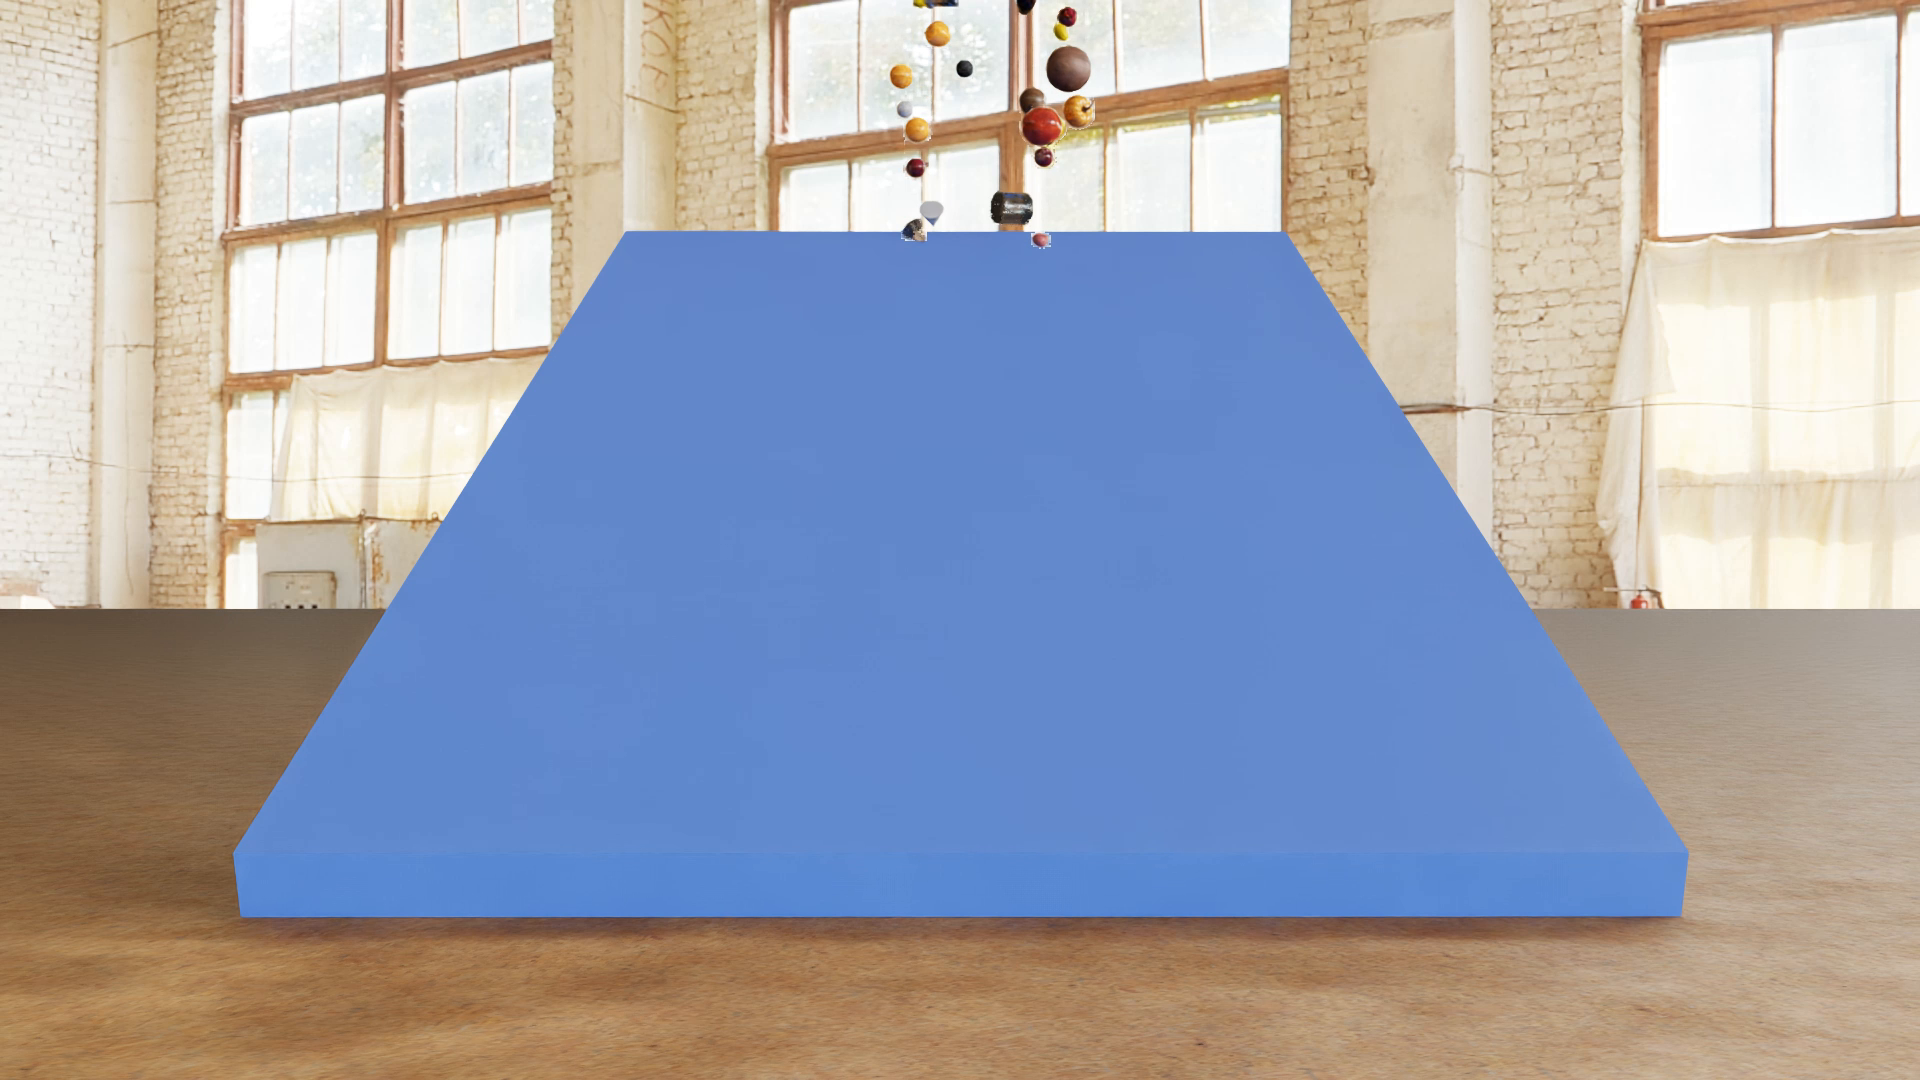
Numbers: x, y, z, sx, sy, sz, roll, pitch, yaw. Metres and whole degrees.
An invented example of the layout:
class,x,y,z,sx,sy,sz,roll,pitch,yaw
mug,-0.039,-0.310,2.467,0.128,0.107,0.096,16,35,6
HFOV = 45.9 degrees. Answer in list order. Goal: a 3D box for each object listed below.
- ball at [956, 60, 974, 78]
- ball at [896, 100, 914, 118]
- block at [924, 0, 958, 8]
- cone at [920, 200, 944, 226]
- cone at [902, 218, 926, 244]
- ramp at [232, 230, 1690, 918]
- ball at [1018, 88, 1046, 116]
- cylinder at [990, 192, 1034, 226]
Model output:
class,x,y,z,sx,sy,sz,roll,pitch,yaw
ball,0.014,-1.387,6.668,0.052,0.052,0.052,0,-2,0
ball,-0.163,-1.271,6.694,0.050,0.050,0.050,0,-2,0
block,-0.057,-1.584,6.453,0.093,0.093,0.093,1,-23,17
cone,-0.081,-0.947,6.667,0.074,0.074,0.074,0,-37,4
cone,-0.122,-0.902,6.725,0.073,0.073,0.073,2,41,-52
ramp,-0.005,-0.207,5.009,2.000,0.100,4.000,0,20,0
ball,0.219,-1.322,6.833,0.084,0.084,0.084,0,-2,0
cylinder,0.152,-0.974,6.656,0.093,0.093,0.093,-1,-1,-27
